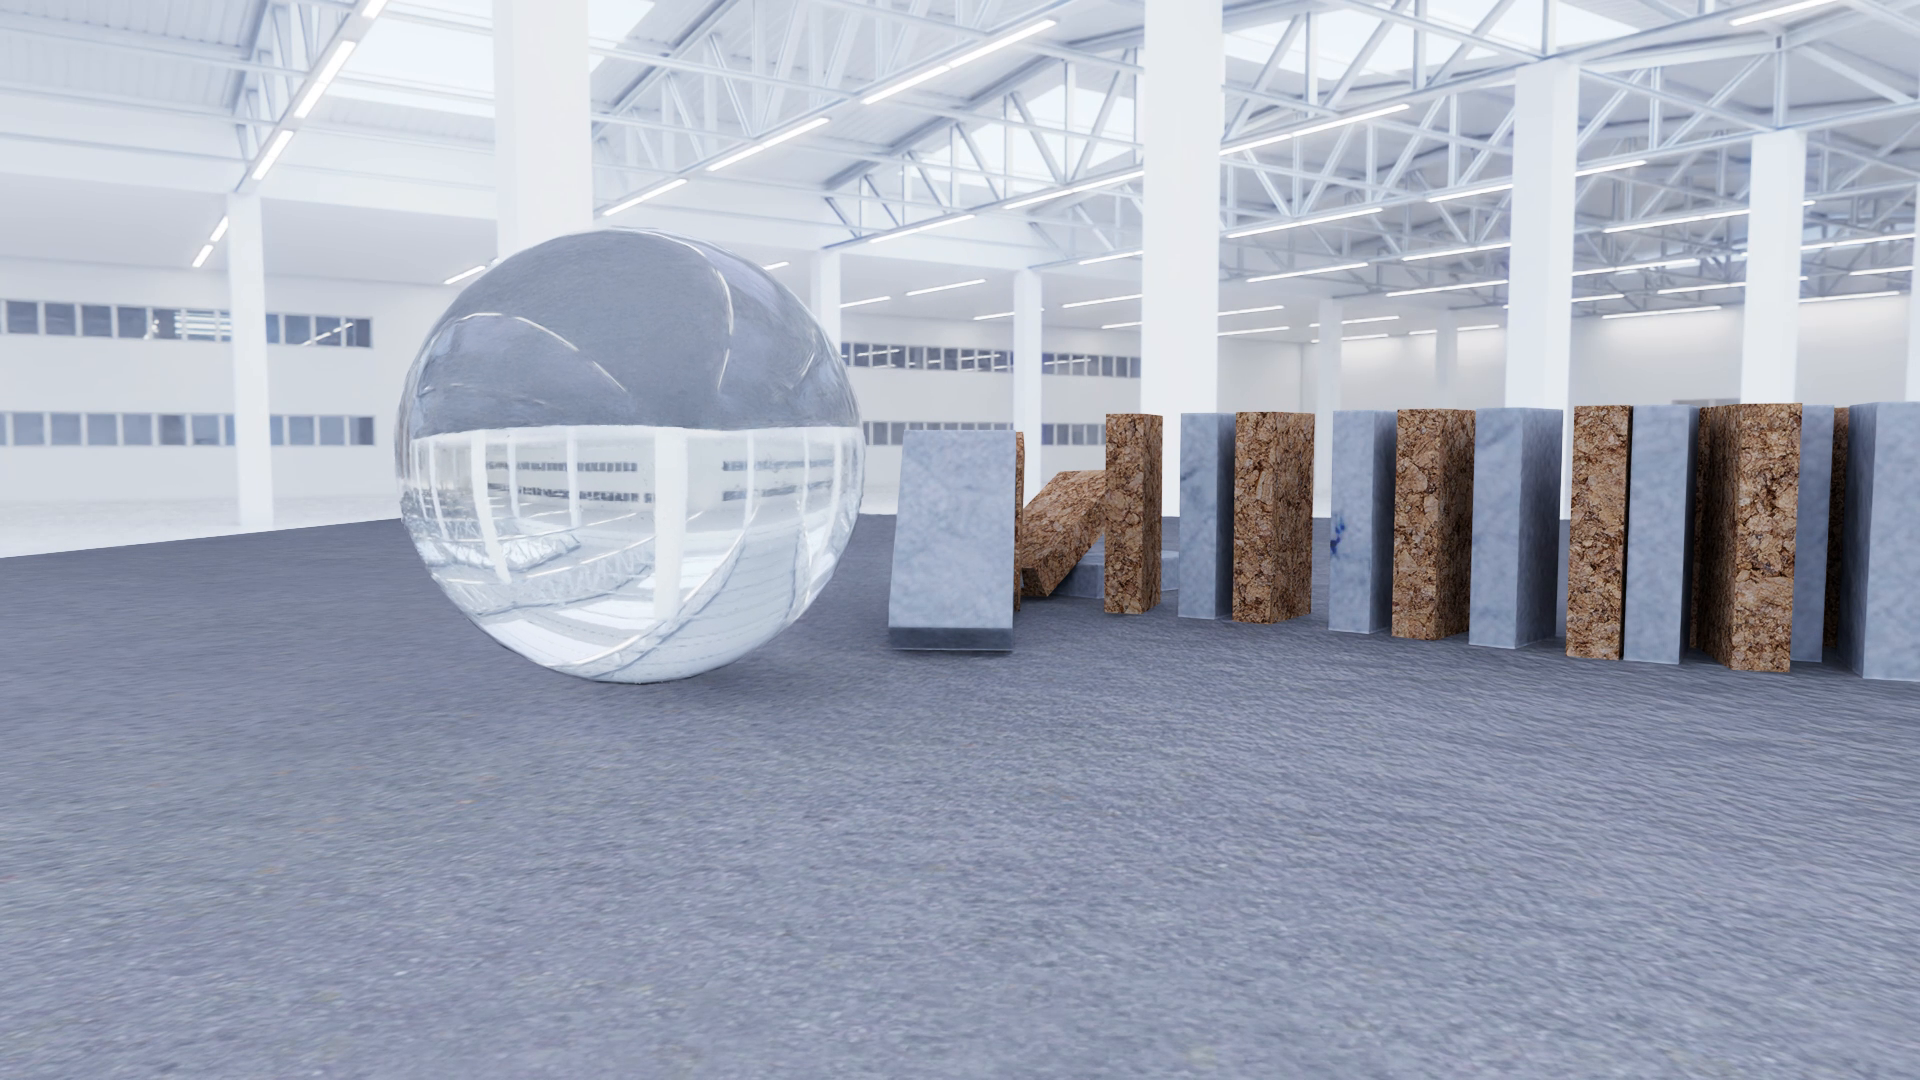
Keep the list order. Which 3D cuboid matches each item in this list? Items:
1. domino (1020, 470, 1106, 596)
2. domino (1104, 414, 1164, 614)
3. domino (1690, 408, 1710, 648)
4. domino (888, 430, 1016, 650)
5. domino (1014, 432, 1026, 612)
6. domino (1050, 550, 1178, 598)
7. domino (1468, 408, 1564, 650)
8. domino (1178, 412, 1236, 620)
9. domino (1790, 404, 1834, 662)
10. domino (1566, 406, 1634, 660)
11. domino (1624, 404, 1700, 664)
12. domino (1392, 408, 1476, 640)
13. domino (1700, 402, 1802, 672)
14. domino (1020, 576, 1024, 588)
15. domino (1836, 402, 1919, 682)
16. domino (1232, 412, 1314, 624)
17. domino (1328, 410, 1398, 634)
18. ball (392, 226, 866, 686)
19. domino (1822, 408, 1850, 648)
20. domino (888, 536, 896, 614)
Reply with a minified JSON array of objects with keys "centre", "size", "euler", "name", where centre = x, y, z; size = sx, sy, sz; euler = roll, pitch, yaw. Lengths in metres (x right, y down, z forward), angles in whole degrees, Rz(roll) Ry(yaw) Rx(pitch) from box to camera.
[{"centre":[0.027,-0.003,0.370],"size":[0.025,0.010,0.050],"euler":[0,35,43],"name":"domino"},{"centre":[0.045,-0.007,0.332],"size":[0.010,0.050,0.025],"euler":[2,5,20],"name":"domino"},{"centre":[0.161,-0.003,0.276],"size":[0.025,0.050,0.010],"euler":[-3,5,-32],"name":"domino"},{"centre":[-0.001,-0.001,0.275],"size":[0.025,0.050,0.010],"euler":[0,-33,4],"name":"domino"},{"centre":[0.004,-0.005,0.335],"size":[0.025,0.050,0.010],"euler":[0,-33,6],"name":"domino"},{"centre":[0.048,0.009,0.379],"size":[0.050,0.009,0.025],"euler":[-4,6,-42],"name":"domino"},{"centre":[0.120,-0.003,0.277],"size":[0.010,0.050,0.025],"euler":[4,6,43],"name":"domino"},{"centre":[0.065,-0.007,0.322],"size":[0.010,0.050,0.025],"euler":[3,5,33],"name":"domino"},{"centre":[0.170,-0.002,0.261],"size":[0.010,0.050,0.025],"euler":[3,5,31],"name":"domino"},{"centre":[0.133,-0.002,0.264],"size":[0.009,0.050,0.025],"euler":[3,5,35],"name":"domino"},{"centre":[0.142,-0.002,0.259],"size":[0.009,0.050,0.025],"euler":[3,5,34],"name":"domino"},{"centre":[0.107,-0.004,0.288],"size":[0.010,0.050,0.025],"euler":[4,6,42],"name":"domino"},{"centre":[0.154,-0.001,0.251],"size":[0.010,0.050,0.025],"euler":[1,5,18],"name":"domino"},{"centre":[0.001,0.000,0.358],"size":[0.025,0.010,0.050],"euler":[-11,25,-1],"name":"domino"},{"centre":[0.174,0.000,0.241],"size":[0.010,0.050,0.025],"euler":[2,5,25],"name":"domino"},{"centre":[0.077,-0.006,0.314],"size":[0.009,0.050,0.025],"euler":[3,5,37],"name":"domino"},{"centre":[0.096,-0.005,0.298],"size":[0.010,0.050,0.025],"euler":[4,6,40],"name":"domino"},{"centre":[-0.057,-0.015,0.227],"size":[0.080,0.080,0.080],"euler":[0,4,0],"name":"ball"},{"centre":[0.187,-0.002,0.262],"size":[0.009,0.050,0.025],"euler":[0,4,-6],"name":"domino"},{"centre":[-0.002,-0.003,0.299],"size":[0.025,0.050,0.010],"euler":[0,-33,4],"name":"domino"}]
